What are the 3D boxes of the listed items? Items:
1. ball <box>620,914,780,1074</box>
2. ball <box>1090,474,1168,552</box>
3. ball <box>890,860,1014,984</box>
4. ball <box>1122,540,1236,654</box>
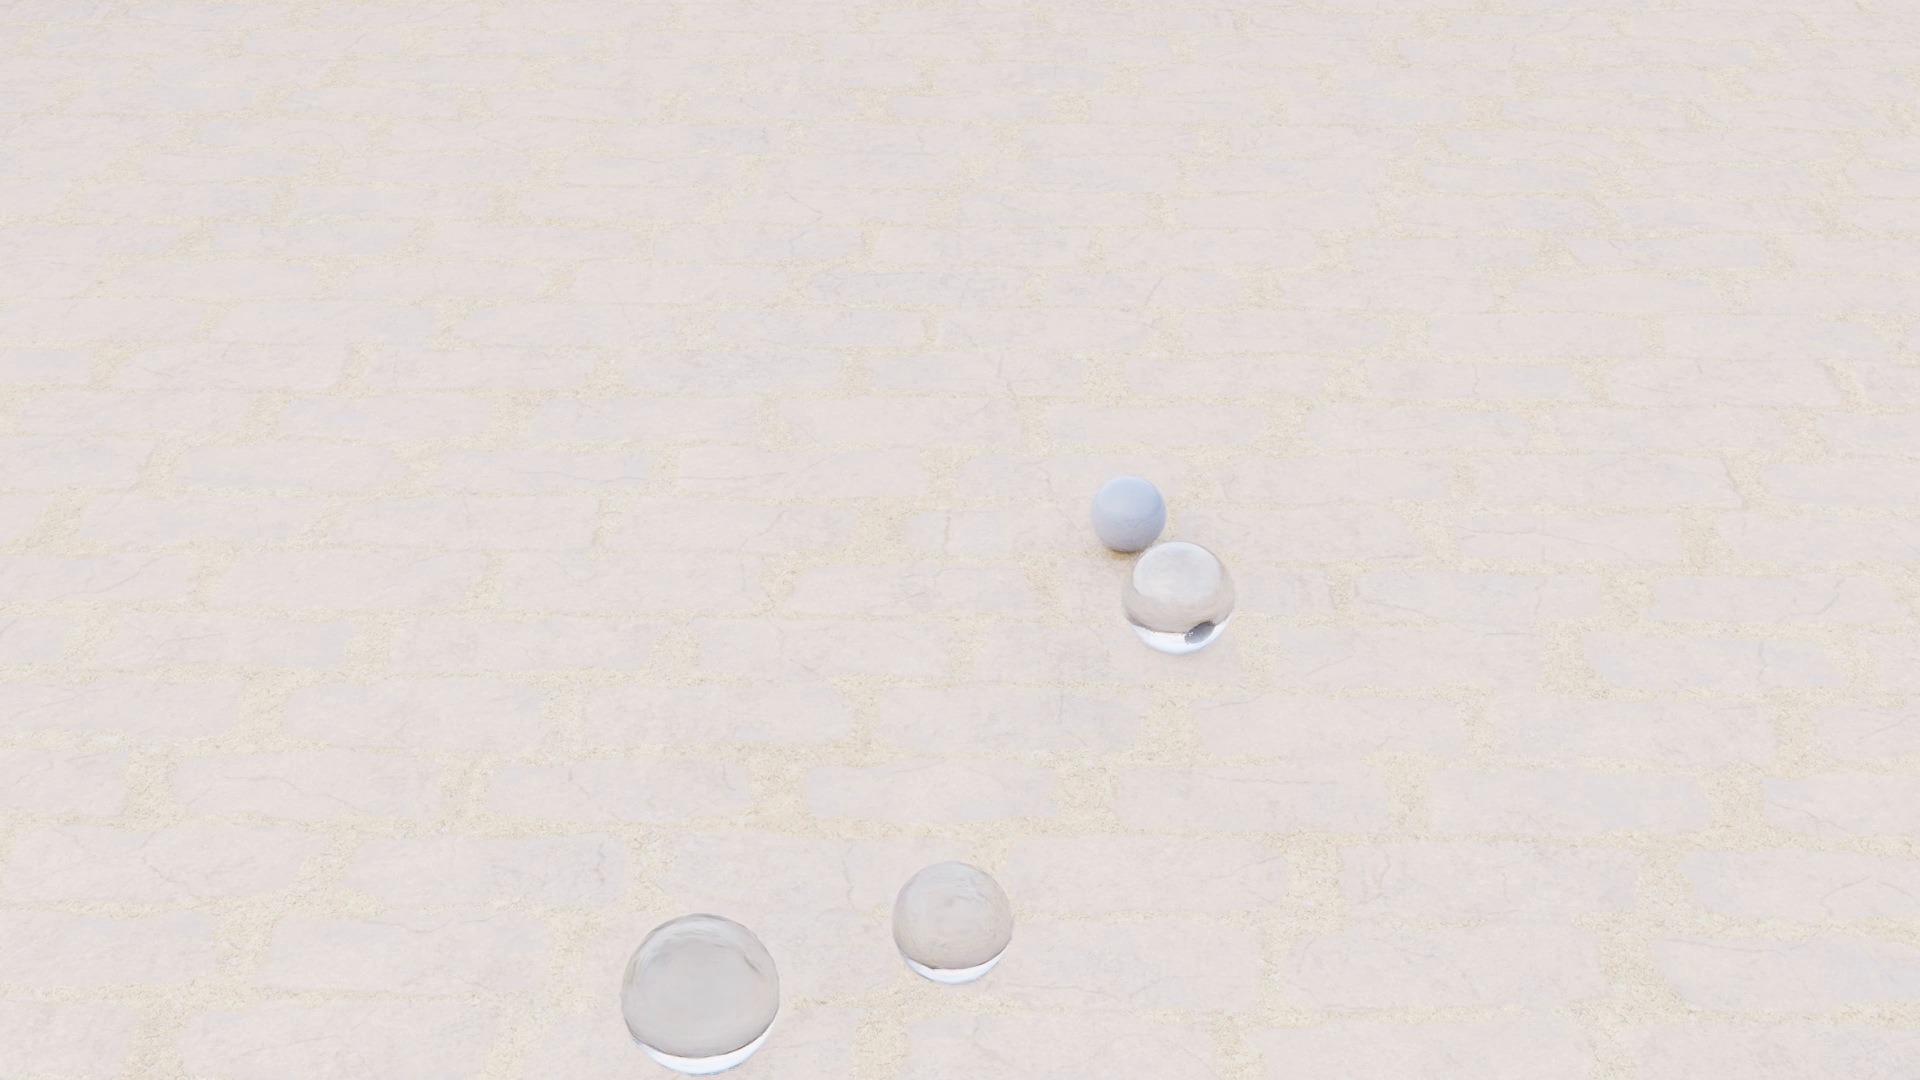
[{"bbox_3d":[-0.118,0.206,1.334,0.072,0.072,0.072,0,29,0],"label":"ball"},{"bbox_3d":[0.101,-0.016,1.758,0.046,0.046,0.046,0,29,0],"label":"ball"},{"bbox_3d":[-0.004,0.181,1.393,0.058,0.058,0.058,0,29,0],"label":"ball"},{"bbox_3d":[0.123,0.032,1.654,0.064,0.064,0.064,0,29,0],"label":"ball"}]
